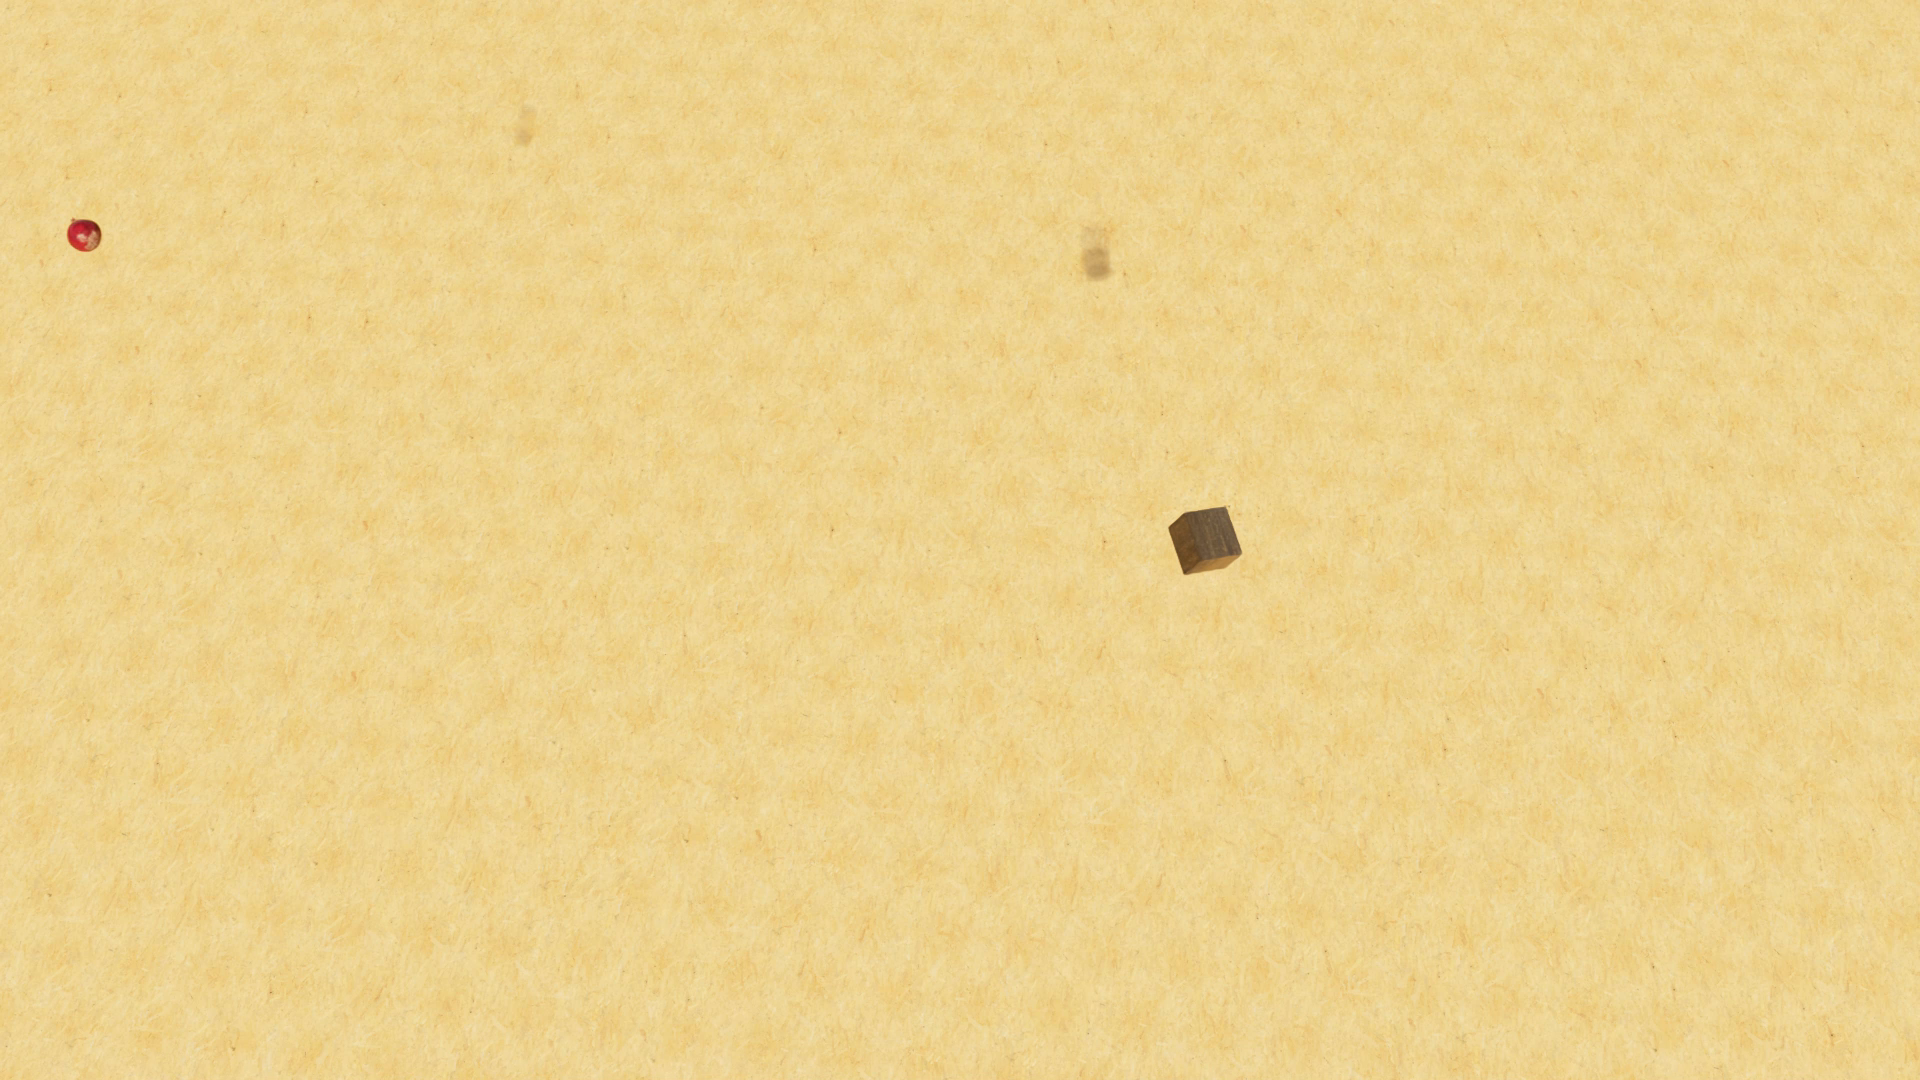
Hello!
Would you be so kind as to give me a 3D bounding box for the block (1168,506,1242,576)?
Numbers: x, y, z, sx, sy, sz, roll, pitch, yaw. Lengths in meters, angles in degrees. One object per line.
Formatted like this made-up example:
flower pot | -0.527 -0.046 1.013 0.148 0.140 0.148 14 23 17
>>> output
block | 0.371 0.001 3.328 0.075 0.058 0.079 -9 71 -25
